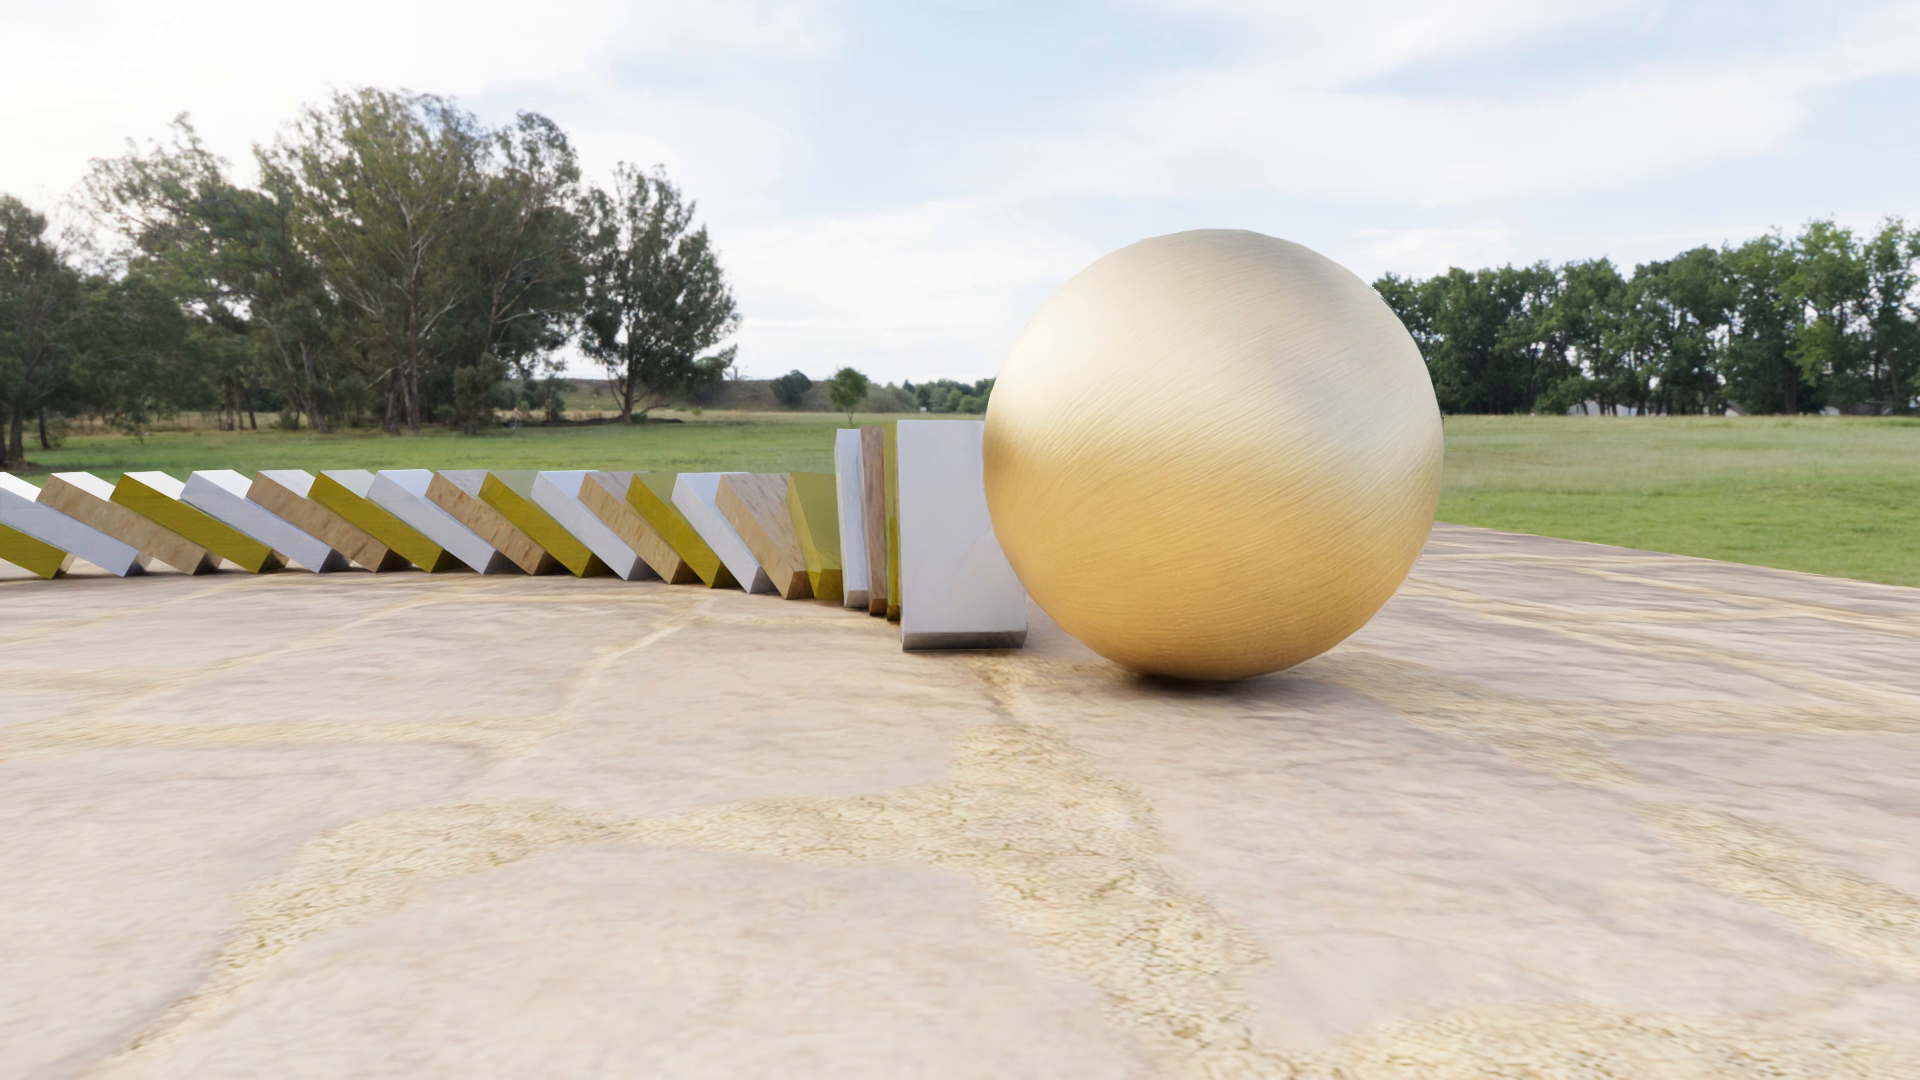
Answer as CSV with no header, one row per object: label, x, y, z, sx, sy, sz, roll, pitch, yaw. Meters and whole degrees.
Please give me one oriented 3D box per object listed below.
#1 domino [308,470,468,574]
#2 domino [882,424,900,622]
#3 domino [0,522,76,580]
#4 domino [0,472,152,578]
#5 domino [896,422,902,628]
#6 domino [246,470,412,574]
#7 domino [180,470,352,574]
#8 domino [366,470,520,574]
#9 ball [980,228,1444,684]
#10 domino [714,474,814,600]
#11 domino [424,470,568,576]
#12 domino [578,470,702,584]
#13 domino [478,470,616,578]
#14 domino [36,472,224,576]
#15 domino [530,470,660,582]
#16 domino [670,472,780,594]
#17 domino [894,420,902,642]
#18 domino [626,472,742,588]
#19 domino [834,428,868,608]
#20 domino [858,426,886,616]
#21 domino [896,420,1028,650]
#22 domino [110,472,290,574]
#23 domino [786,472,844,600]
domino,-0.191,-0.007,0.435,0.050,0.010,0.025,31,8,5
domino,-0.006,-0.005,0.316,0.025,0.050,0.009,0,-27,-5
domino,-0.306,-0.004,0.402,0.050,0.010,0.025,31,-10,-24
domino,-0.289,-0.005,0.413,0.050,0.009,0.025,30,-6,-18
domino,-0.002,-0.004,0.306,0.025,0.050,0.009,0,-27,-5
domino,-0.211,-0.007,0.434,0.050,0.009,0.025,31,5,1
domino,-0.231,-0.007,0.432,0.050,0.009,0.025,30,2,-5
domino,-0.171,-0.007,0.433,0.050,0.009,0.025,32,11,10
ball,0.044,-0.015,0.229,0.080,0.080,0.080,0,4,0
domino,-0.049,-0.002,0.371,0.025,0.009,0.050,-3,36,-36
domino,-0.151,-0.007,0.430,0.050,0.009,0.025,33,15,15
domino,-0.096,-0.005,0.408,0.050,0.009,0.025,38,24,28
domino,-0.132,-0.006,0.425,0.050,0.009,0.025,35,18,20
domino,-0.270,-0.006,0.421,0.050,0.009,0.025,30,-3,-13
domino,-0.114,-0.005,0.417,0.050,0.009,0.025,36,21,24
domino,-0.063,-0.003,0.385,0.025,0.009,0.050,-4,36,-42
domino,-0.001,-0.003,0.283,0.025,0.050,0.009,0,-27,-5
domino,-0.079,-0.004,0.397,0.025,0.009,0.050,-4,36,-48
domino,-0.019,-0.006,0.340,0.025,0.050,0.009,0,-32,-12
domino,-0.012,-0.006,0.328,0.025,0.050,0.010,-1,-28,-10
domino,0.000,-0.002,0.272,0.025,0.050,0.009,0,-27,-5
domino,-0.251,-0.006,0.427,0.050,0.009,0.025,30,0,-9
domino,-0.032,-0.002,0.359,0.025,0.009,0.050,3,32,-20
